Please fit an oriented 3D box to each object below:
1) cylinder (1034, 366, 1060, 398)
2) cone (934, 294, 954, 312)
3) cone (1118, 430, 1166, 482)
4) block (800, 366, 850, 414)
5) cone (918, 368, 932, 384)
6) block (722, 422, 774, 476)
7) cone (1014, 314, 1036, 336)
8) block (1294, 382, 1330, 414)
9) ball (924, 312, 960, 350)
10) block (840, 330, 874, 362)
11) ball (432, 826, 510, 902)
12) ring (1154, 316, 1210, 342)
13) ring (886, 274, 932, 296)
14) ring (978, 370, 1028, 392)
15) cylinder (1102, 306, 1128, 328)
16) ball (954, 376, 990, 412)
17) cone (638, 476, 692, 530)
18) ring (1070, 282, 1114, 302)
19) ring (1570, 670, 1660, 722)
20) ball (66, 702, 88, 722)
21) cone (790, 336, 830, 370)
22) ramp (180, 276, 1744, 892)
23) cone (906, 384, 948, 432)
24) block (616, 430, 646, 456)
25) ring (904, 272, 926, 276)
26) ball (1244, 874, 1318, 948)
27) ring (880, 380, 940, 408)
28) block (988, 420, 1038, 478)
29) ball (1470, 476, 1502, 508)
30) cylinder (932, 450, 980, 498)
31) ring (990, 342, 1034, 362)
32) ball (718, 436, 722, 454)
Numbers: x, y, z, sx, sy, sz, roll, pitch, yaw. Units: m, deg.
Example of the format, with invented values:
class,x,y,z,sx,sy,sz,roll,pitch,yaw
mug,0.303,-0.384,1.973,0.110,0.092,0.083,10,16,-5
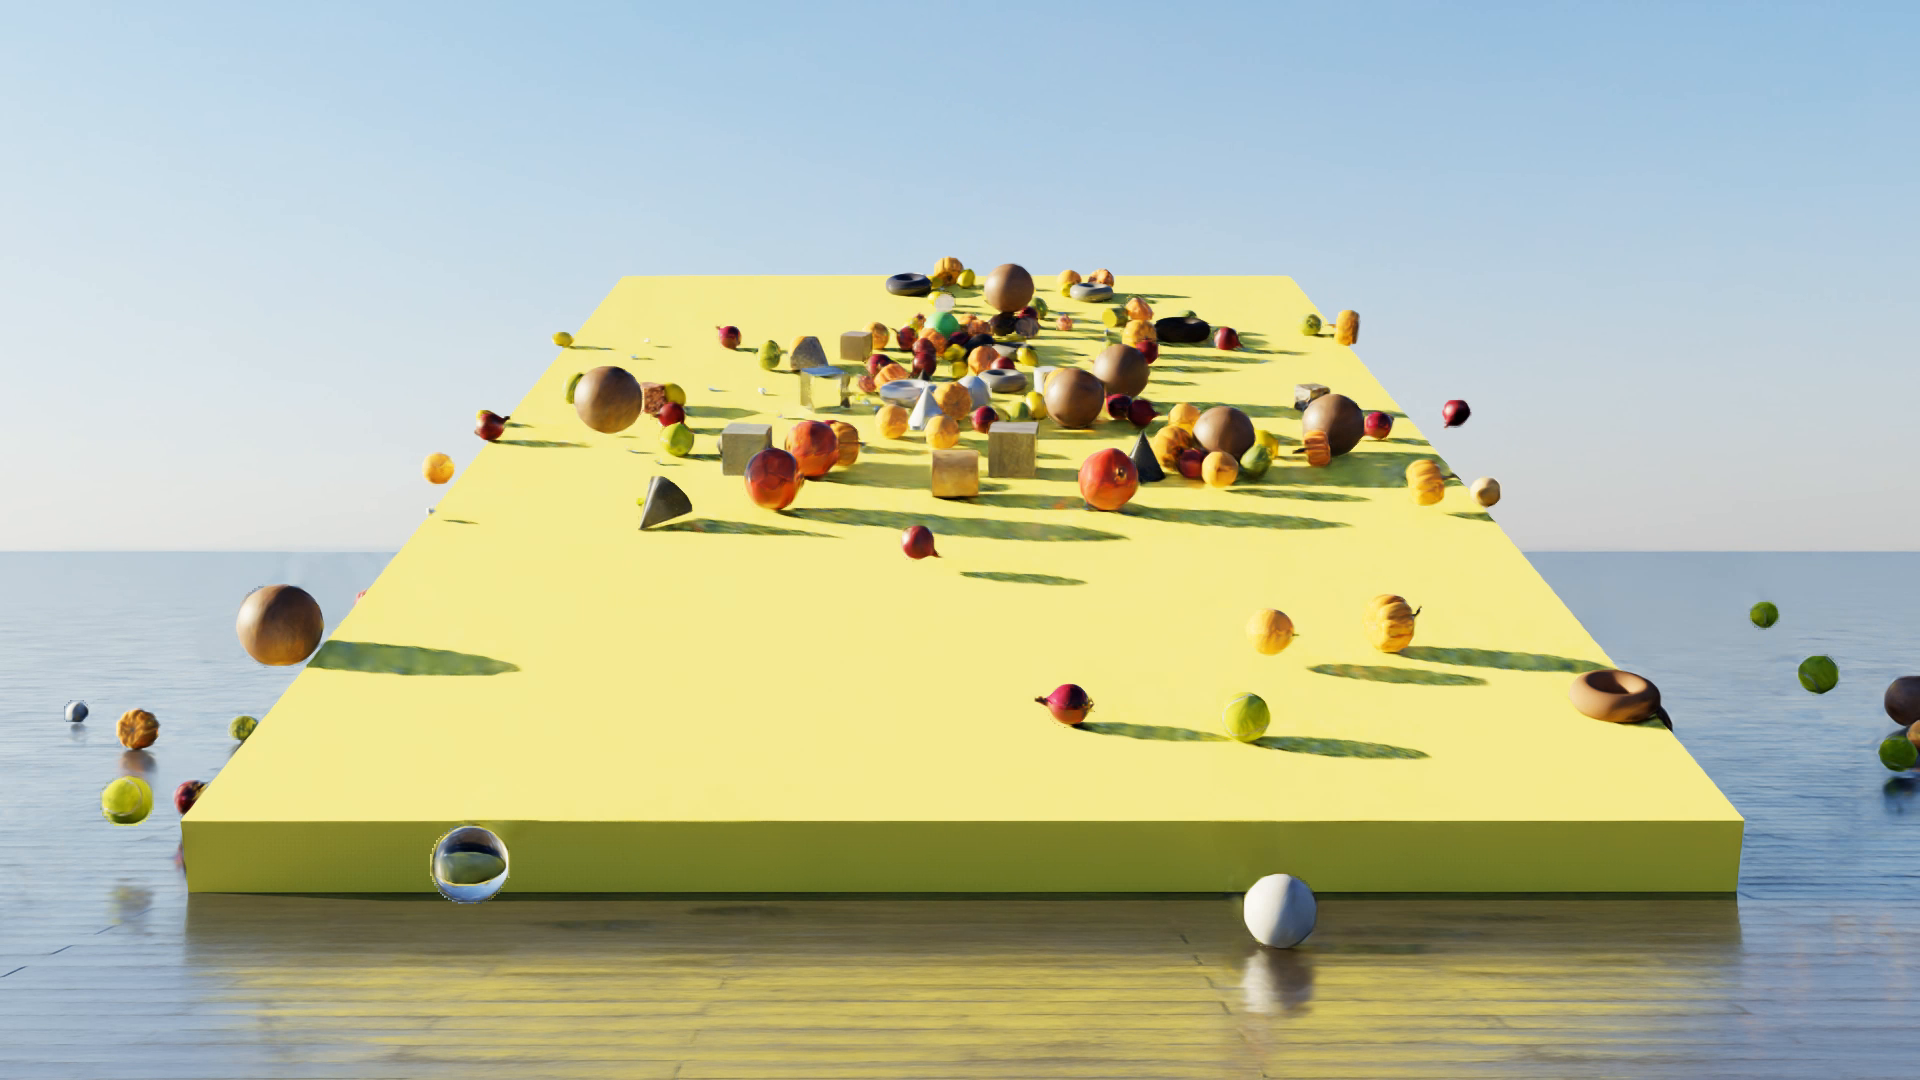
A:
class,x,y,z,sx,sy,sz,roll,pitch,yaw
cylinder,0.201,-0.367,5.141,0.060,0.060,0.060,0,17,0
cone,-0.032,-0.644,6.118,0.058,0.058,0.058,0,-11,23
cone,0.365,-0.173,4.437,0.097,0.097,0.097,0,17,0
block,-0.306,-0.340,5.008,0.085,0.085,0.085,-8,19,-25
cone,-0.084,-0.378,5.182,0.057,0.057,0.057,0,17,0
block,-0.429,-0.183,4.481,0.088,0.088,0.088,2,17,6
cone,0.173,-0.546,5.793,0.060,0.060,0.060,0,-31,13
block,0.792,-0.319,4.994,0.055,0.055,0.055,-9,19,-27
ball,-0.046,-0.531,5.621,0.096,0.096,0.096,0,0,0
block,-0.258,-0.483,5.521,0.062,0.062,0.062,7,18,21
ball,-0.581,0.385,2.635,0.090,0.090,0.090,0,0,0
ring,0.576,-0.546,5.759,0.148,0.049,0.148,1,16,0
ring,-0.148,-0.734,6.384,0.136,0.045,0.136,-1,21,0
ring,0.100,-0.373,5.198,0.120,0.040,0.120,1,16,0
cylinder,0.414,-0.595,5.914,0.051,0.051,0.051,-16,10,-42
ball,0.026,-0.326,4.967,0.083,0.083,0.083,0,0,0
cone,-0.564,-0.051,4.103,0.098,0.098,0.098,0,44,49
ring,0.373,-0.701,6.286,0.126,0.042,0.126,1,17,0
ring,0.947,0.226,3.208,0.128,0.043,0.128,-1,21,0
ball,-2.225,0.435,5.591,0.052,0.052,0.052,0,0,0
cone,-0.341,-0.425,5.361,0.099,0.099,0.099,40,18,23
ramp,-0.003,-0.170,4.766,2.000,0.100,4.000,0,17,0
cone,-0.071,-0.295,4.843,0.094,0.094,0.094,0,17,0
block,-0.686,-0.199,4.628,0.057,0.057,0.057,0,0,-2
ring,-0.139,-0.765,6.514,0.093,0.031,0.093,1,18,0
ball,0.357,0.413,2.473,0.081,0.081,0.081,0,0,0
ring,-0.114,-0.333,5.052,0.140,0.047,0.140,1,16,0
block,0.108,-0.183,4.472,0.093,0.093,0.093,2,17,6
ball,1.003,-0.092,4.235,0.058,0.058,0.058,0,0,0
cylinder,-0.009,-0.129,4.294,0.091,0.091,0.091,0,0,0
ring,0.132,-0.469,5.523,0.110,0.037,0.110,1,17,0
ball,-0.472,-0.195,4.574,0.057,0.057,0.057,0,0,0
